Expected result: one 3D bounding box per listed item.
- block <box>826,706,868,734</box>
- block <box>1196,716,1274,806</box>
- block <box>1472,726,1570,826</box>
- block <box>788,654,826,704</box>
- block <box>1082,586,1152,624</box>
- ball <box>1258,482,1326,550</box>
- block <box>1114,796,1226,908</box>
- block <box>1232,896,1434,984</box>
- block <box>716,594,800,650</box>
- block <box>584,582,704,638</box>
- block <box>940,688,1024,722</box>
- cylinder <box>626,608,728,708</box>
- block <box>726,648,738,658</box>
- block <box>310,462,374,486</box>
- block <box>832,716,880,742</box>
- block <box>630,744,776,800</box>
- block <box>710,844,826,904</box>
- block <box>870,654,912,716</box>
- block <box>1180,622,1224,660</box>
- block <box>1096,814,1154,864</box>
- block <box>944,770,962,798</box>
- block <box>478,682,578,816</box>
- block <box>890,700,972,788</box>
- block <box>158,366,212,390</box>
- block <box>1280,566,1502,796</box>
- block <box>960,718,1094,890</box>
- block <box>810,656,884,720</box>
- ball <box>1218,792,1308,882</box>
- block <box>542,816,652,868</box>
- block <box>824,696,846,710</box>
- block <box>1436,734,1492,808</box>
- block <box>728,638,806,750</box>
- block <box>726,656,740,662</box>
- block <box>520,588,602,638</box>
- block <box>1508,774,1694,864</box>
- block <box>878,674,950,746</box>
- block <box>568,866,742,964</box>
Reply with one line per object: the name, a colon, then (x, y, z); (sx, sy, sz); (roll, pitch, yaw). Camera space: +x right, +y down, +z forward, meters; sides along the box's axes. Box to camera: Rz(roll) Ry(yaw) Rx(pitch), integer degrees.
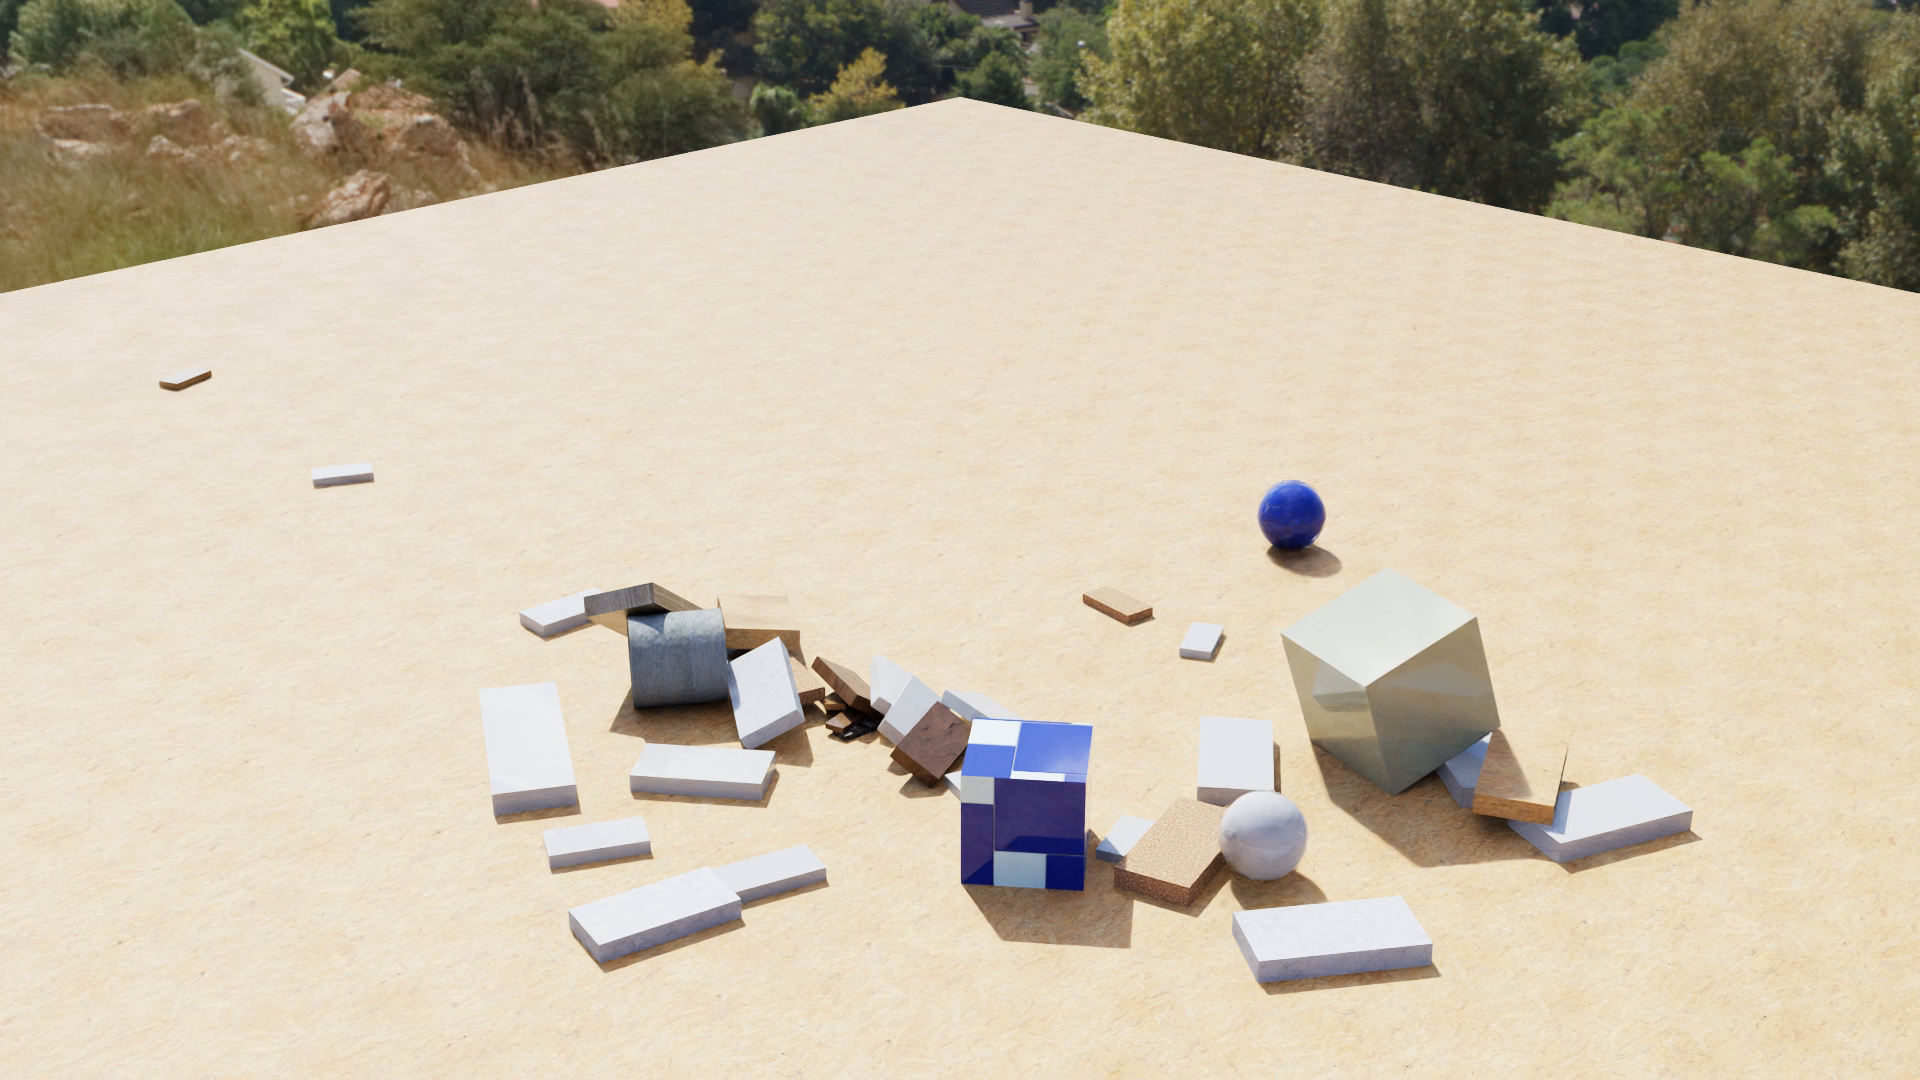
block: (-0.247, 0.392, 4.786); (0.047, 0.013, 0.094); (14, 27, 30)
block: (0.578, 0.464, 4.610); (0.154, 0.044, 0.309); (3, 23, 6)
block: (1.142, 0.475, 4.469); (0.154, 0.044, 0.309); (8, 24, 18)
block: (-0.398, 0.309, 4.912); (0.110, 0.031, 0.221); (-12, 26, -26)
block: (0.384, 0.157, 5.360); (0.082, 0.023, 0.165); (-17, 28, -34)
ball: (0.856, -0.061, 5.678); (0.177, 0.177, 0.177); (0, 23, 0)
block: (0.436, 0.604, 4.282); (0.154, 0.044, 0.309); (12, 26, 26)
block: (0.674, 0.724, 3.996); (0.324, 0.046, 0.162); (-4, 23, -9)
block: (-0.475, 0.190, 5.151); (0.168, 0.048, 0.337); (2, 12, -10)
block: (-0.701, 0.173, 4.994); (0.168, 0.048, 0.337); (-12, -17, 15)
block: (0.068, 0.383, 4.766); (0.111, 0.031, 0.222); (10, 12, -39)
cylinder: (-0.628, 0.262, 4.881); (0.206, 0.206, 0.206); (-4, 23, -10)
block: (-0.621, 0.222, 5.199); (0.221, 0.031, 0.110); (10, 25, 22)
block: (-1.731, -0.183, 6.163); (0.165, 0.023, 0.082); (-8, 24, -18)
block: (-0.225, 0.410, 4.777); (0.094, 0.013, 0.047); (-17, 28, -35)
block: (-0.534, 0.482, 4.576); (0.277, 0.039, 0.139); (3, 23, 7)
block: (-0.366, 0.641, 4.214); (0.198, 0.028, 0.099); (-12, 26, -26)
block: (-0.145, 0.335, 4.859); (0.108, 0.030, 0.215); (34, 17, -16)
block: (0.569, 0.237, 5.175); (0.075, 0.021, 0.150); (7, 24, 16)
block: (0.330, 0.592, 4.338); (0.075, 0.021, 0.150); (10, 25, 23)
block: (0.042, 0.519, 4.508); (0.082, 0.023, 0.165); (-11, 25, -24)
block: (-0.922, 0.435, 4.673); (0.168, 0.048, 0.481); (-6, 24, -13)
block: (-0.054, 0.430, 4.638); (0.111, 0.031, 0.222); (37, 31, 5)
block: (-2.442, -0.509, 6.934); (0.075, 0.021, 0.150); (11, 25, 23)
block: (0.900, 0.291, 4.599); (0.290, 0.290, 0.290); (-30, 31, -16)
block: (0.131, 0.509, 4.260); (0.235, 0.235, 0.235); (3, 23, 6)
block: (-0.239, 0.329, 4.876); (0.108, 0.030, 0.215); (26, 6, -34)
ball: (0.579, 0.567, 4.207); (0.171, 0.171, 0.171); (0, 23, 0)
block: (-0.715, 0.594, 4.325); (0.198, 0.028, 0.099); (-7, 24, -16)
block: (-0.277, 0.360, 4.861); (0.047, 0.013, 0.094); (-1, 6, -3)
block: (1.078, 0.457, 4.624); (0.162, 0.046, 0.324); (-3, 23, -7)
block: (-0.428, 0.333, 4.796); (0.139, 0.039, 0.277); (-28, 34, 4)
block: (-0.448, 0.319, 4.969); (0.110, 0.031, 0.220); (-14, 27, -31)
block: (-0.942, 0.174, 5.313); (0.215, 0.030, 0.108); (-19, 30, -38)
block: (1.279, 0.555, 4.395); (0.324, 0.046, 0.162); (-10, 25, -22)
block: (-0.097, 0.383, 4.740); (0.111, 0.031, 0.222); (40, 27, -3)
block: (-0.565, 0.692, 4.078); (0.285, 0.039, 0.139); (-14, 27, -30)
